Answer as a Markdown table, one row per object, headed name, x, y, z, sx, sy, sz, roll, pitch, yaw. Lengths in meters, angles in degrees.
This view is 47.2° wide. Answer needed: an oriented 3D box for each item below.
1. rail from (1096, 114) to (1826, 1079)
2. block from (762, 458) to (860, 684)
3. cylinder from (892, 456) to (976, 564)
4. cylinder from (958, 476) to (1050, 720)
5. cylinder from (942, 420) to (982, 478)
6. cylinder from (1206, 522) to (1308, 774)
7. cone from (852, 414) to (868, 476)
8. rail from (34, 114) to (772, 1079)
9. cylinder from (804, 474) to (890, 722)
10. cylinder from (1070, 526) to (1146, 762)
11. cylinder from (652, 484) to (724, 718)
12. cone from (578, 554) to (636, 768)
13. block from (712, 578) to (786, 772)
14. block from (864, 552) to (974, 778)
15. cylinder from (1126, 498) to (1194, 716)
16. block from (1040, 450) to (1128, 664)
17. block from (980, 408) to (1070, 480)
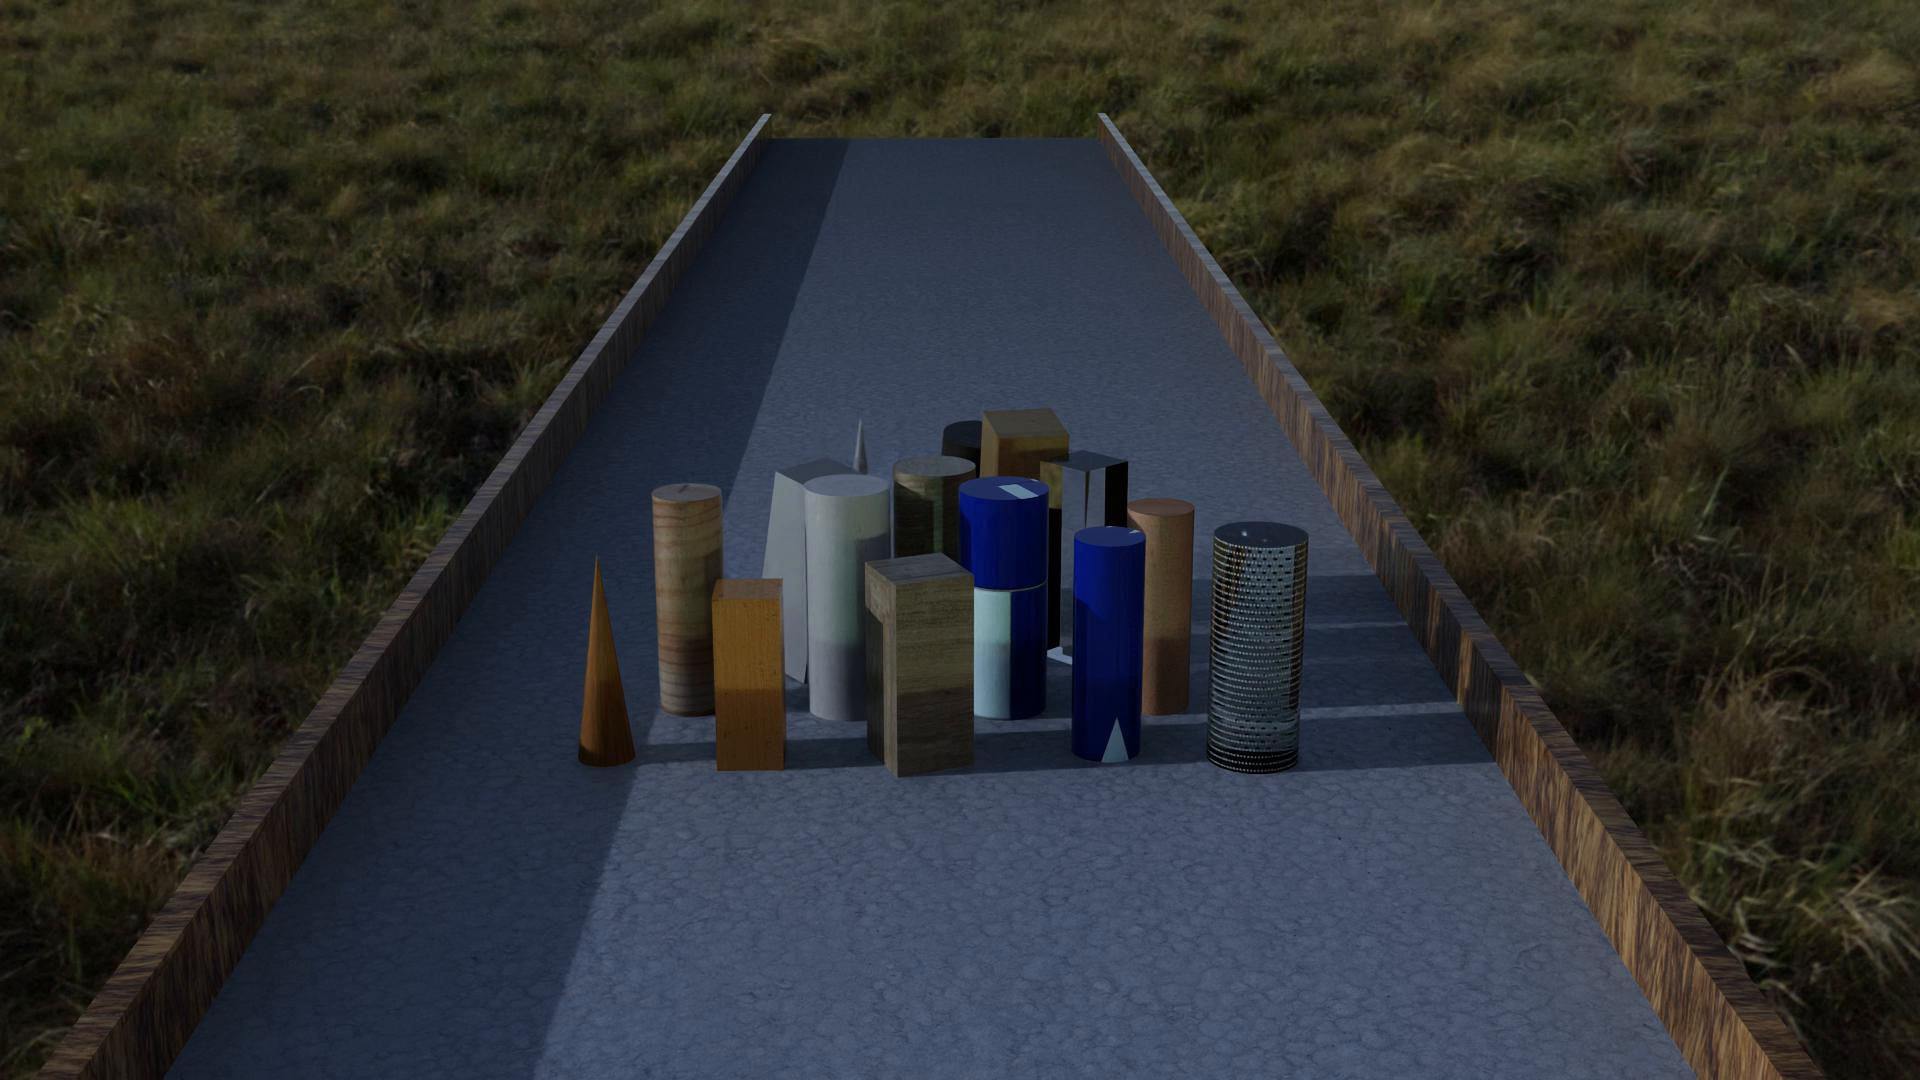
| name | x | y | z | sx | sy | sz | roll | pitch | yaw |
| --- | --- | --- | --- | --- | --- | --- | --- | --- | --- |
| rail | 0.932 | -0.844 | 7.801 | 0.050 | 0.150 | 12.000 | 0 | 17 | -1 |
| block | -0.282 | 0.059 | 4.296 | 0.144 | 0.397 | 0.144 | 26 | 29 | 33 |
| cylinder | -0.050 | 0.047 | 4.365 | 0.162 | 0.401 | 0.162 | 0 | 17 | 0 |
| cylinder | 0.081 | 0.108 | 4.114 | 0.168 | 0.426 | 0.168 | 0 | 17 | 0 |
| cylinder | 0.033 | -0.054 | 4.724 | 0.167 | 0.370 | 0.167 | 4 | 24 | -2 |
| cylinder | 0.522 | 0.188 | 3.868 | 0.163 | 0.414 | 0.163 | 0 | 17 | 0 |
| cone | -0.208 | -0.036 | 4.534 | 0.122 | 0.460 | 0.122 | 2 | 16 | 0 |
| rail | -1.118 | -0.838 | 7.780 | 0.050 | 0.150 | 12.000 | 0 | 17 | -1 |
| cylinder | -0.208 | 0.107 | 4.105 | 0.159 | 0.434 | 0.159 | 0 | 17 | 0 |
| cylinder | 0.262 | 0.185 | 3.903 | 0.125 | 0.400 | 0.125 | 0 | 17 | 0 |
| cylinder | -0.504 | 0.112 | 4.115 | 0.129 | 0.419 | 0.129 | 0 | 17 | 0 |
| cone | -0.631 | 0.204 | 3.874 | 0.101 | 0.381 | 0.101 | 0 | 17 | 0 |
| block | -0.370 | 0.237 | 3.874 | 0.116 | 0.317 | 0.116 | 0 | 17 | -1 |
| block | -0.071 | 0.218 | 3.875 | 0.146 | 0.352 | 0.146 | -7 | 18 | -22 |
| cylinder | 0.372 | 0.125 | 4.124 | 0.124 | 0.389 | 0.124 | 0 | 17 | 0 |
| block | 0.245 | 0.037 | 4.394 | 0.123 | 0.404 | 0.123 | -15 | 22 | -41 |
| block | 0.125 | -0.041 | 4.566 | 0.145 | 0.437 | 0.145 | -3 | 26 | -12 |
